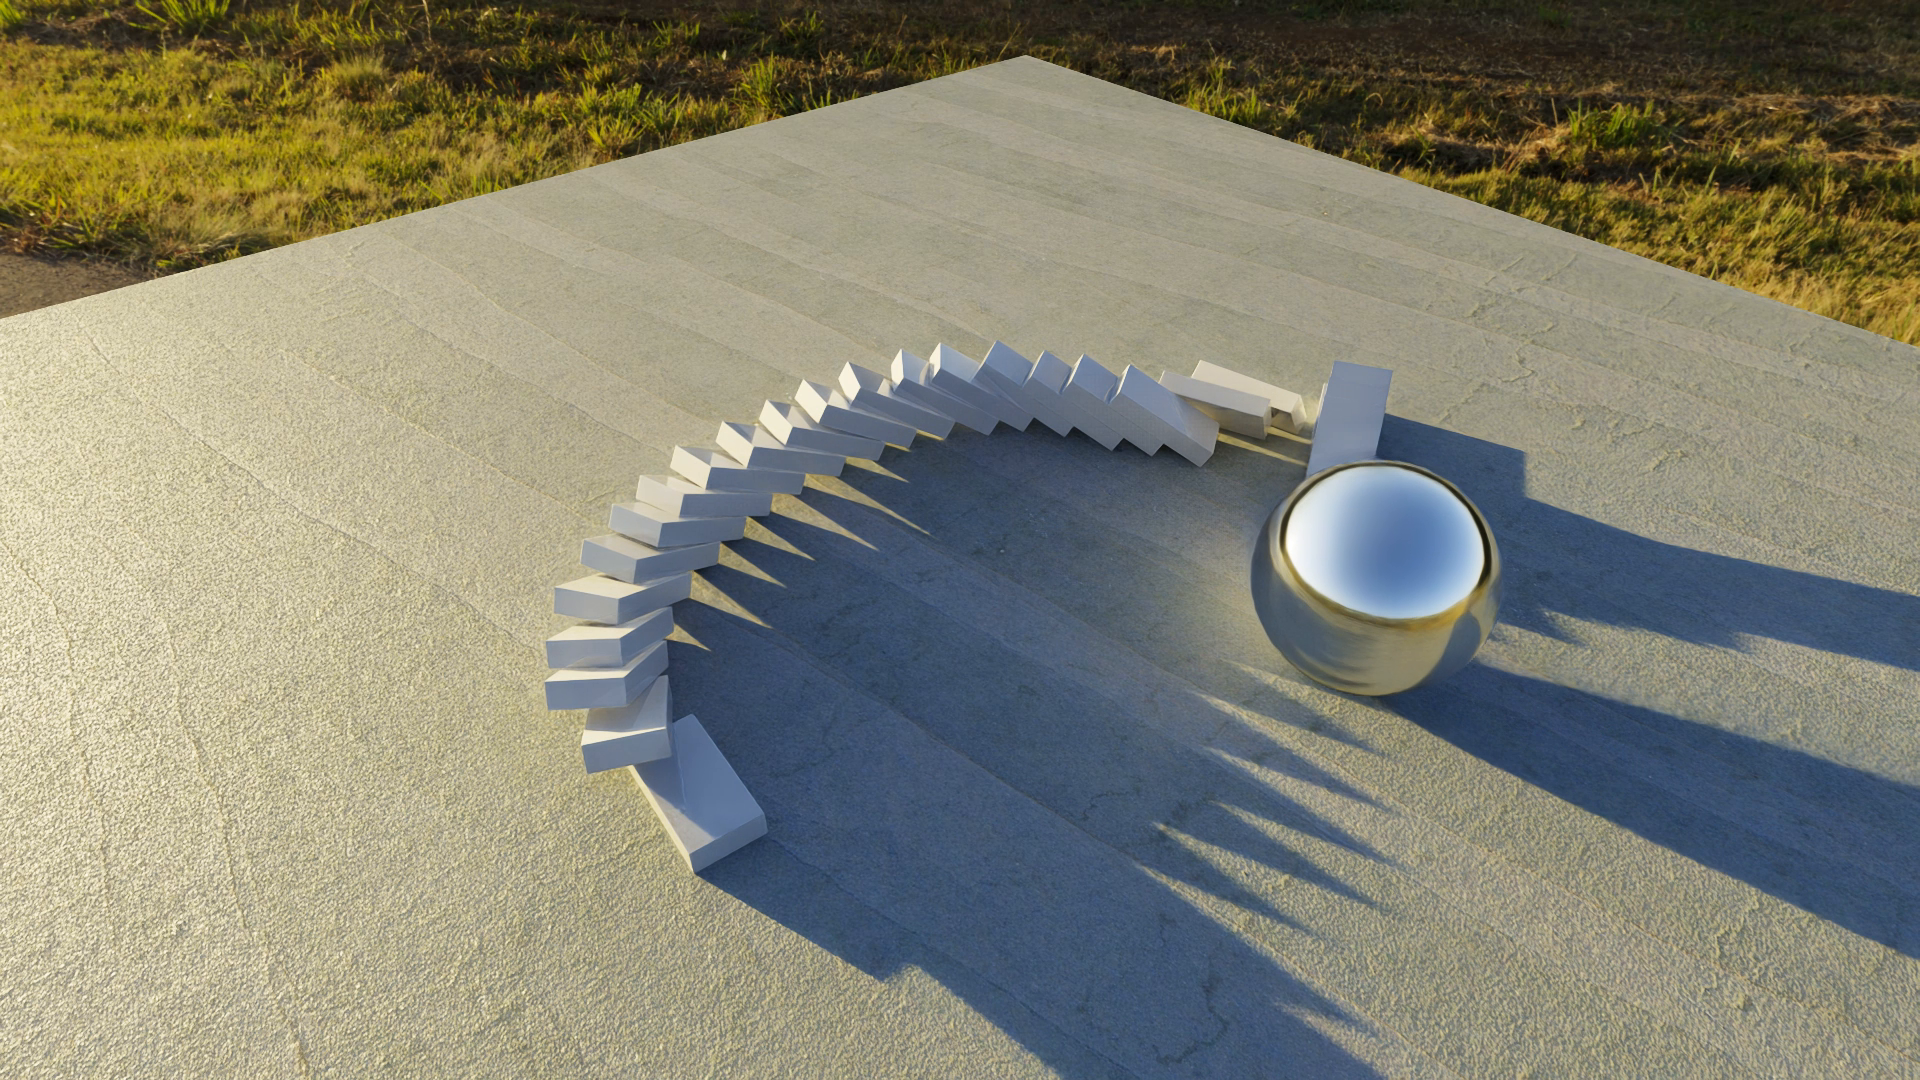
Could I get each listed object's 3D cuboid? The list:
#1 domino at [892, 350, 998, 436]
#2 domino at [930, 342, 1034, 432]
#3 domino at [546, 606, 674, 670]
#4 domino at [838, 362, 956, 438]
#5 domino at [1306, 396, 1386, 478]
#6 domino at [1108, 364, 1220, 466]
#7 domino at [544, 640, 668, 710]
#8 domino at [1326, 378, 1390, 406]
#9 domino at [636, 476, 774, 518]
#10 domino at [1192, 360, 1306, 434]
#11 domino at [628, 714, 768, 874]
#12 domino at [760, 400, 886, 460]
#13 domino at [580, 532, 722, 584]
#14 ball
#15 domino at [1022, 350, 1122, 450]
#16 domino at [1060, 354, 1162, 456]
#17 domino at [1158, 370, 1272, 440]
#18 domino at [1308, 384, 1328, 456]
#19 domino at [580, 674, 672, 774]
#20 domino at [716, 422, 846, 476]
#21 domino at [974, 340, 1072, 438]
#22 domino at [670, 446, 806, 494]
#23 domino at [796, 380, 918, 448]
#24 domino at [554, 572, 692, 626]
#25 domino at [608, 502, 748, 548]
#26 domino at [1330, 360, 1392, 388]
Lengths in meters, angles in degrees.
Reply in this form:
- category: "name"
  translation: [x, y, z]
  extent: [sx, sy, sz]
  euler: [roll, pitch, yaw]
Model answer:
- category: "domino"
  translation: [-0.007, -0.068, 0.508]
  extent: [0.050, 0.010, 0.025]
  euler: [22, 34, -22]
- category: "domino"
  translation: [0.010, -0.071, 0.509]
  extent: [0.050, 0.010, 0.025]
  euler: [25, 33, -18]
- category: "domino"
  translation: [-0.120, 0.033, 0.382]
  extent: [0.025, 0.010, 0.050]
  euler: [-2, 8, 5]
- category: "domino"
  translation: [-0.029, -0.063, 0.501]
  extent: [0.050, 0.010, 0.025]
  euler: [17, 27, -31]
- category: "domino"
  translation: [0.160, -0.034, 0.463]
  extent: [0.025, 0.009, 0.050]
  euler: [13, 78, 16]
- category: "domino"
  translation: [0.092, -0.056, 0.494]
  extent: [0.050, 0.009, 0.025]
  euler: [32, 42, -6]
- category: "domino"
  translation: [-0.117, 0.045, 0.369]
  extent: [0.025, 0.010, 0.050]
  euler: [-3, 8, 0]
- category: "domino"
  translation: [0.166, -0.043, 0.474]
  extent: [0.025, 0.009, 0.050]
  euler: [13, 79, 16]
- category: "domino"
  translation: [-0.102, -0.018, 0.445]
  extent: [0.025, 0.010, 0.050]
  euler: [21, 13, 30]
- category: "domino"
  translation: [0.135, -0.066, 0.512]
  extent: [0.050, 0.025, 0.009]
  euler: [27, 85, 29]
- category: "domino"
  translation: [-0.084, 0.079, 0.347]
  extent: [0.025, 0.010, 0.050]
  euler: [-25, 45, -27]
- category: "domino"
  translation: [-0.060, -0.048, 0.484]
  extent: [0.050, 0.010, 0.025]
  euler: [6, 28, -43]
- category: "domino"
  translation: [-0.117, 0.005, 0.420]
  extent: [0.025, 0.009, 0.050]
  euler: [18, 14, 21]
- category: "ball"
  translation: [0.140, 0.012, 0.373]
  extent: [0.080, 0.080, 0.080]
  euler: [0, 39, 0]
- category: "domino"
  translation: [0.054, -0.064, 0.504]
  extent: [0.050, 0.009, 0.025]
  euler: [33, 42, -6]
- category: "domino"
  translation: [0.071, -0.061, 0.499]
  extent: [0.050, 0.010, 0.025]
  euler: [33, 42, -6]
- category: "domino"
  translation: [0.117, -0.062, 0.506]
  extent: [0.050, 0.025, 0.009]
  euler: [19, 78, 22]
- category: "domino"
  translation: [0.178, -0.054, 0.509]
  extent: [0.025, 0.010, 0.050]
  euler: [13, 41, 16]
- category: "domino"
  translation: [-0.107, 0.059, 0.355]
  extent: [0.025, 0.010, 0.050]
  euler: [-10, 14, -12]
- category: "domino"
  translation: [-0.076, -0.039, 0.472]
  extent: [0.050, 0.009, 0.025]
  euler: [3, 26, -47]
- category: "domino"
  translation: [0.033, -0.071, 0.510]
  extent: [0.050, 0.010, 0.025]
  euler: [33, 38, -6]
- category: "domino"
  translation: [-0.092, -0.029, 0.459]
  extent: [0.025, 0.010, 0.050]
  euler: [29, 17, 36]
- category: "domino"
  translation: [-0.046, -0.056, 0.491]
  extent: [0.050, 0.009, 0.025]
  euler: [12, 24, -41]
- category: "domino"
  translation: [-0.122, 0.019, 0.401]
  extent: [0.025, 0.010, 0.050]
  euler: [9, 11, 14]
- category: "domino"
  translation: [-0.110, -0.007, 0.432]
  extent: [0.025, 0.009, 0.050]
  euler: [19, 12, 24]
- category: "domino"
  translation: [0.172, -0.052, 0.485]
  extent: [0.025, 0.009, 0.050]
  euler: [13, 79, 16]
